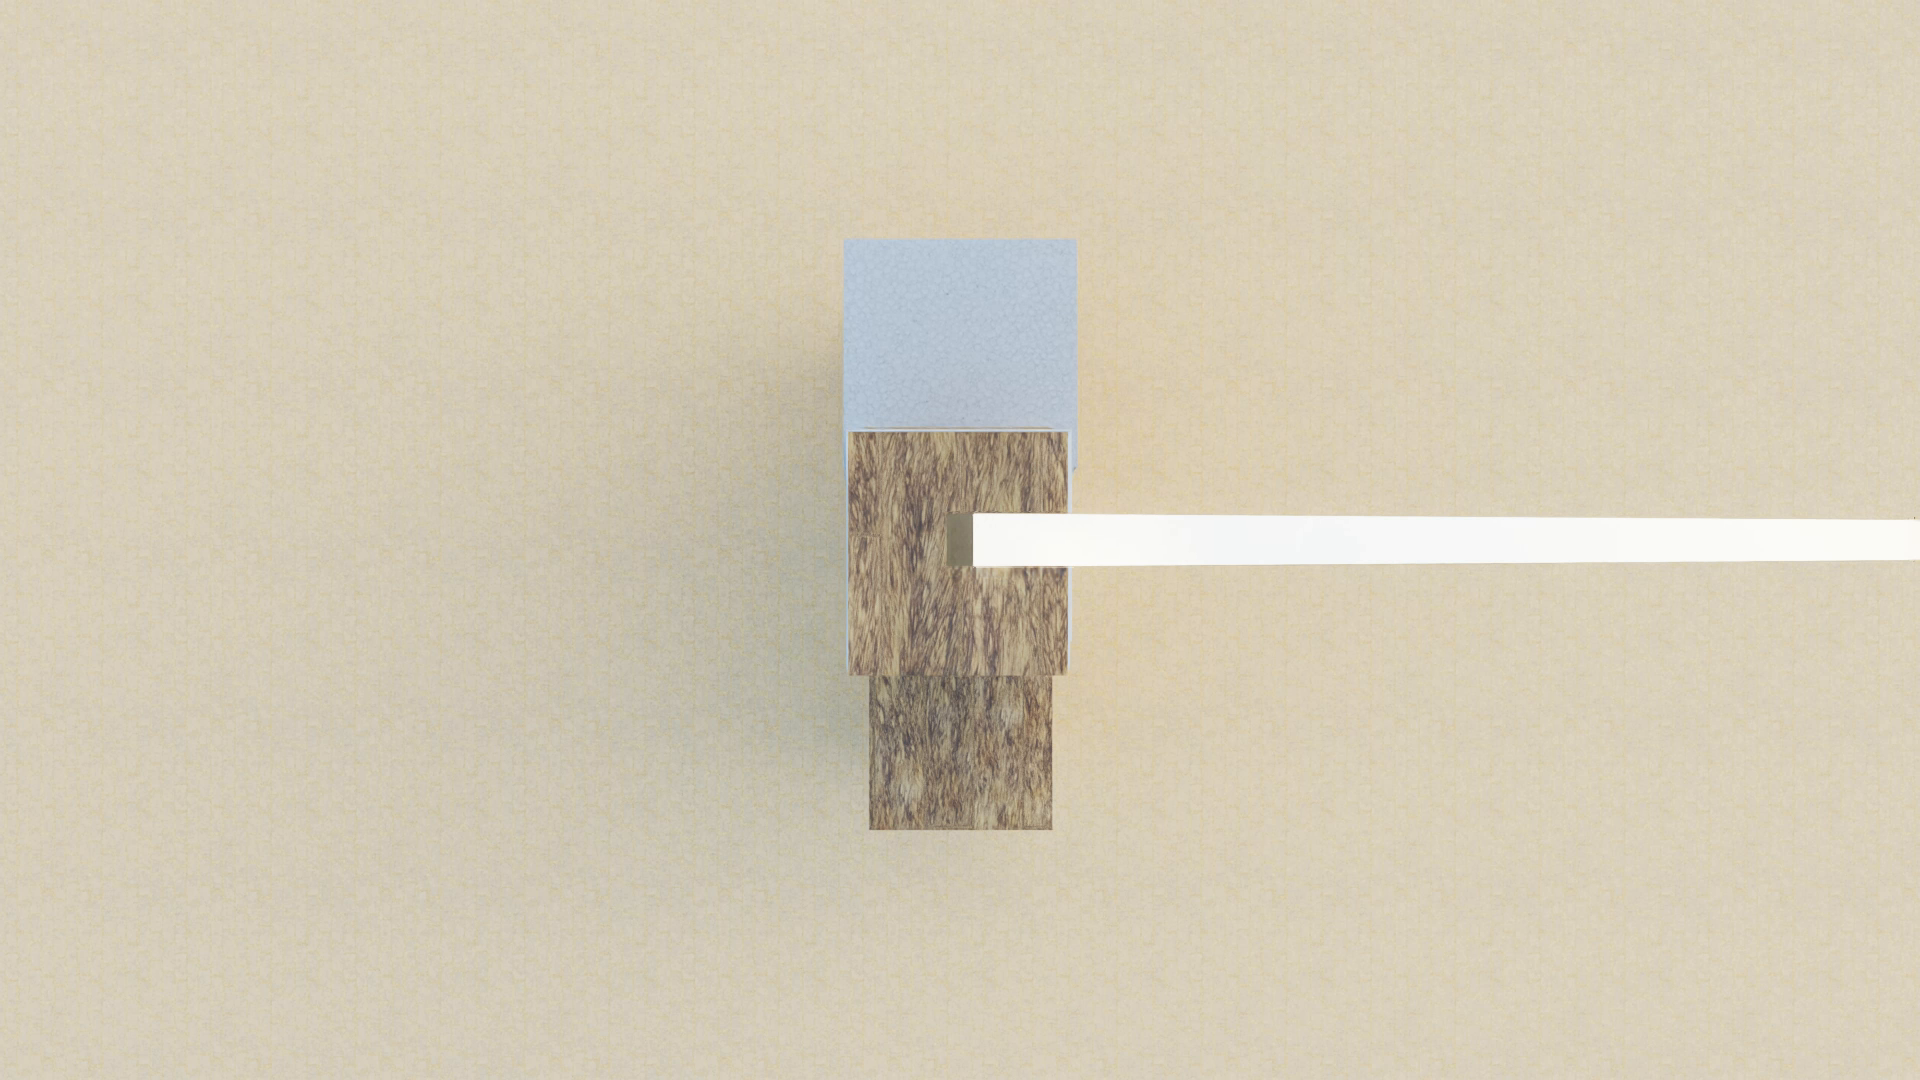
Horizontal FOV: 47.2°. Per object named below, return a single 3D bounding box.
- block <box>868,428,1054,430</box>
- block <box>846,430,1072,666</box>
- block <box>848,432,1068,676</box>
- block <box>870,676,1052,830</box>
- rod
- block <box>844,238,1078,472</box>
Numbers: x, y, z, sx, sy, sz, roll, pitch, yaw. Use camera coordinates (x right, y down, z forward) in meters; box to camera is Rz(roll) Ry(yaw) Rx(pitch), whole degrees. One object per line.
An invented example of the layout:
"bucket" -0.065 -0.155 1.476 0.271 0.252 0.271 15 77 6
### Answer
"block" 0.001 -0.025 10.474 0.850 0.823 0.995 0 91 0
"block" -0.004 0.020 8.161 0.798 0.721 0.834 0 91 0
"block" -0.007 0.035 7.375 0.693 0.851 0.771 0 91 0
"block" 0.004 1.026 11.543 0.924 0.916 0.874 0 90 0
"rod" 2.234 0.000 4.699 5.200 0.080 0.080 0 90 -31
"block" 0.002 -0.910 11.493 1.160 1.196 1.138 0 88 0
